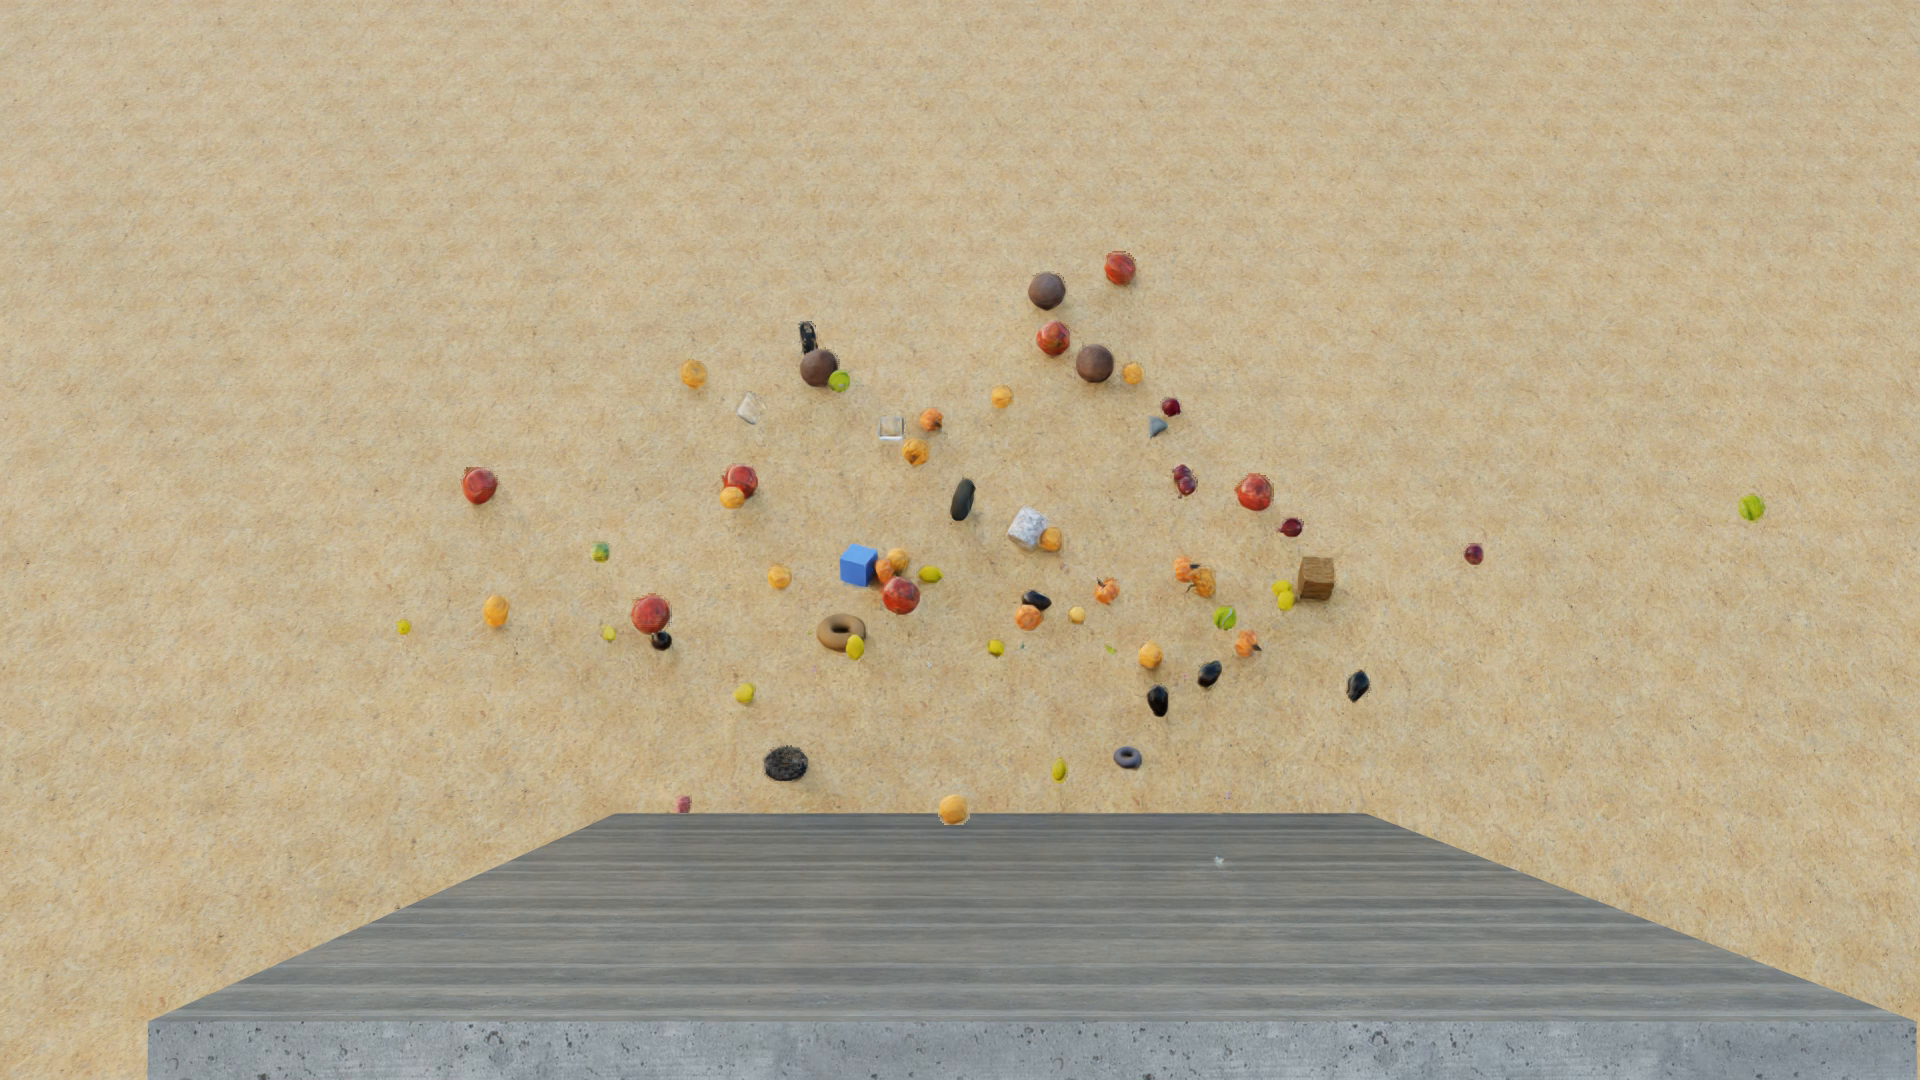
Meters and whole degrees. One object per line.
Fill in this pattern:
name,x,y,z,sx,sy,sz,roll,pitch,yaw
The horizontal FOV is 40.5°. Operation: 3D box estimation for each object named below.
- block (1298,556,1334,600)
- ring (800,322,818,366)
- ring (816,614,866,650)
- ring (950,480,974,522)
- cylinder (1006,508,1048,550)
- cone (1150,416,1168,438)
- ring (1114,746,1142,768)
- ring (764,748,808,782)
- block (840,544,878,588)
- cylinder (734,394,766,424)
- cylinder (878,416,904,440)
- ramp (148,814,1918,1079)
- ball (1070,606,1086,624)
block,1.065,0.115,7.777,0.090,0.090,0.090,2,53,-3
ring,-0.509,-0.661,8.770,0.049,0.147,0.147,-11,38,-4
ring,-0.347,0.269,7.630,0.146,0.049,0.146,-1,36,1
ring,0.009,-0.123,8.068,0.045,0.135,0.135,17,40,11
cylinder,0.204,-0.034,7.952,0.094,0.094,0.094,25,75,29
cone,0.633,-0.355,8.467,0.067,0.067,0.067,21,69,25
ring,0.466,0.602,7.211,0.078,0.026,0.078,-1,37,1
ring,-0.480,0.618,7.177,0.123,0.041,0.123,0,36,0
block,-0.304,0.077,7.855,0.084,0.084,0.084,16,40,20
cylinder,-0.683,-0.428,8.497,0.076,0.076,0.076,32,7,-5
cylinder,-0.223,-0.362,8.434,0.076,0.076,0.076,0,37,-8
ramp,0.082,0.687,4.938,2.000,0.100,4.000,0,-3,0
ball,0.348,0.222,7.689,0.051,0.051,0.051,0,37,0
